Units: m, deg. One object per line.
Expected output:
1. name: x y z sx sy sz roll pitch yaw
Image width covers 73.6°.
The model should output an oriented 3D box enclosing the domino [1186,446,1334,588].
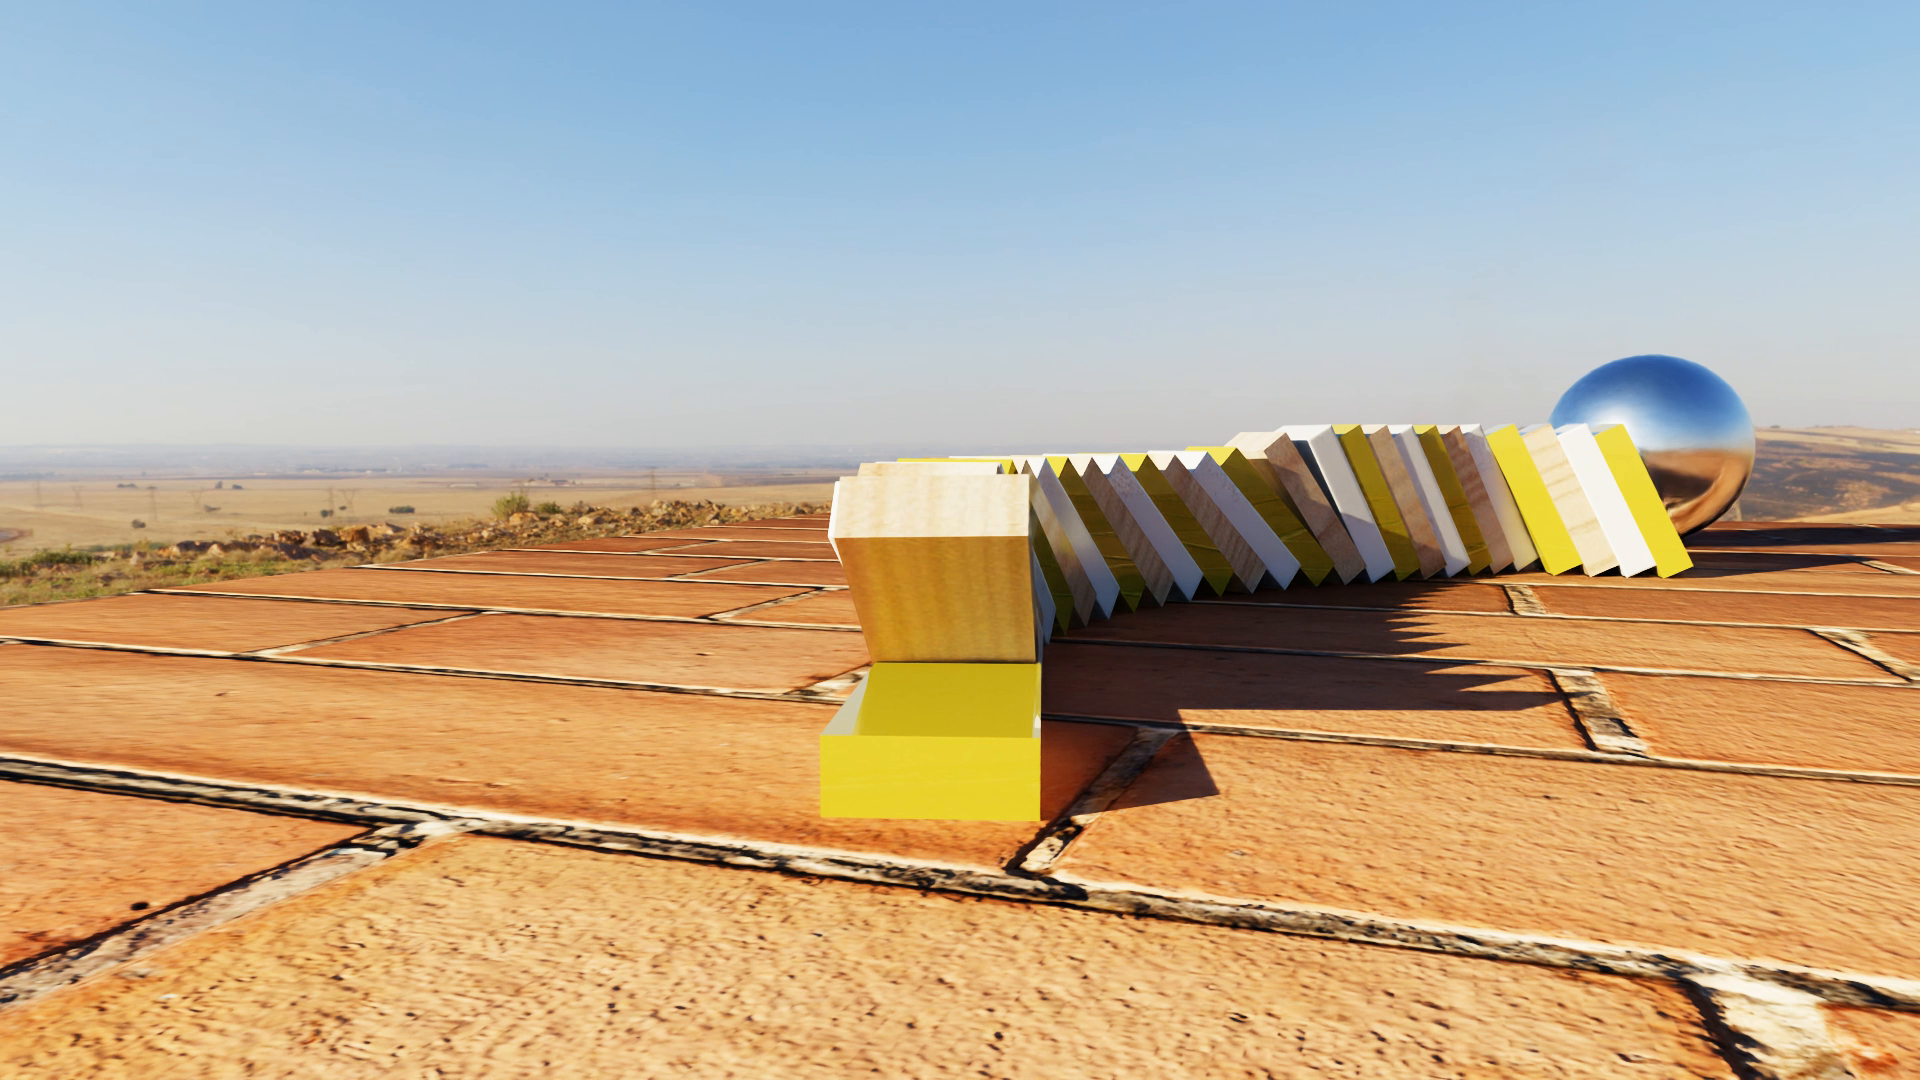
1. domino: 0.087 -0.007 0.385 0.050 0.009 0.025 46 -13 -19

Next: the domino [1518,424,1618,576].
1. domino: 0.198 -0.014 0.423 0.010 0.050 0.025 -26 -1 13

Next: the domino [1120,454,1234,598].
1. domino: 0.052 -0.004 0.353 0.025 0.010 0.050 5 -34 49

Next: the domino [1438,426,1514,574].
1. domino: 0.162 -0.014 0.425 0.009 0.050 0.025 -31 13 -15

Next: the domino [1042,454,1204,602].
1. domino: 0.042 -0.003 0.341 0.025 0.010 0.050 4 -35 44

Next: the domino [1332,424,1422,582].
1. domino: 0.124 -0.012 0.403 0.010 0.050 0.025 -31 13 -15

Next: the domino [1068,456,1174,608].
1. domino: 0.033 -0.002 0.328 0.025 0.010 0.050 4 -35 41

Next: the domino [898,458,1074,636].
1. domino: 0.005 0.002 0.272 0.025 0.009 0.050 2 -35 24

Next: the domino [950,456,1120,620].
1. domino: 0.017 0.000 0.301 0.025 0.010 0.050 3 -35 32

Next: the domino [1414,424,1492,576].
1. domino: 0.153 -0.013 0.419 0.009 0.050 0.025 -31 13 -15

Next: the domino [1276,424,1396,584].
1. domino: 0.114 -0.011 0.398 0.009 0.050 0.025 -32 13 -14

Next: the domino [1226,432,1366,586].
1. domino: 0.102 -0.010 0.392 0.009 0.050 0.025 -38 15 -13

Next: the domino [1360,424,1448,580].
1. domino: 0.134 -0.012 0.408 0.009 0.050 0.025 -31 13 -15

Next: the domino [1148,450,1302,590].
1. domino: 0.075 -0.006 0.374 0.050 0.009 0.025 45 -19 -26

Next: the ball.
1. ball: 0.290 -0.038 0.544 0.080 0.080 0.080 0 4 0

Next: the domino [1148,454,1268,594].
1. domino: 0.063 -0.005 0.364 0.050 0.009 0.025 45 -22 -29

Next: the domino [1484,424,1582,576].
1. domino: 0.188 -0.014 0.426 0.010 0.050 0.025 -26 -1 13

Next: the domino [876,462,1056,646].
1. domino: 0.001 0.004 0.257 0.025 0.010 0.050 2 -35 20

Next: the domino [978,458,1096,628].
1. domino: 0.011 0.001 0.287 0.025 0.010 0.050 2 -35 29

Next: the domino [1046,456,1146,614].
1. domino: 0.024 -0.001 0.315 0.025 0.010 0.050 3 -35 37

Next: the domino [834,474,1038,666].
1. domino: -0.002 0.009 0.188 0.025 0.009 0.050 -1 -32 5

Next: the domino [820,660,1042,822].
1. domino: -0.002 0.025 0.170 0.025 0.010 0.050 0 4 4

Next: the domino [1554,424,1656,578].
1. domino: 0.208 -0.013 0.420 0.009 0.050 0.025 -26 -1 13

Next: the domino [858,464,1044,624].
1. domino: -0.001 0.005 0.241 0.025 0.010 0.050 1 -35 16

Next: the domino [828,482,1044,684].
1. domino: -0.002 0.008 0.206 0.025 0.009 0.050 -2 -32 10

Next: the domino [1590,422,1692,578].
1. domino: 0.218 -0.013 0.417 0.010 0.050 0.025 -26 -1 13

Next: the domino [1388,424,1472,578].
1. domino: 0.143 -0.013 0.413 0.010 0.050 0.025 -31 13 -15

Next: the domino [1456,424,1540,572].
1. domino: 0.172 -0.014 0.430 0.009 0.050 0.025 -31 11 -13
